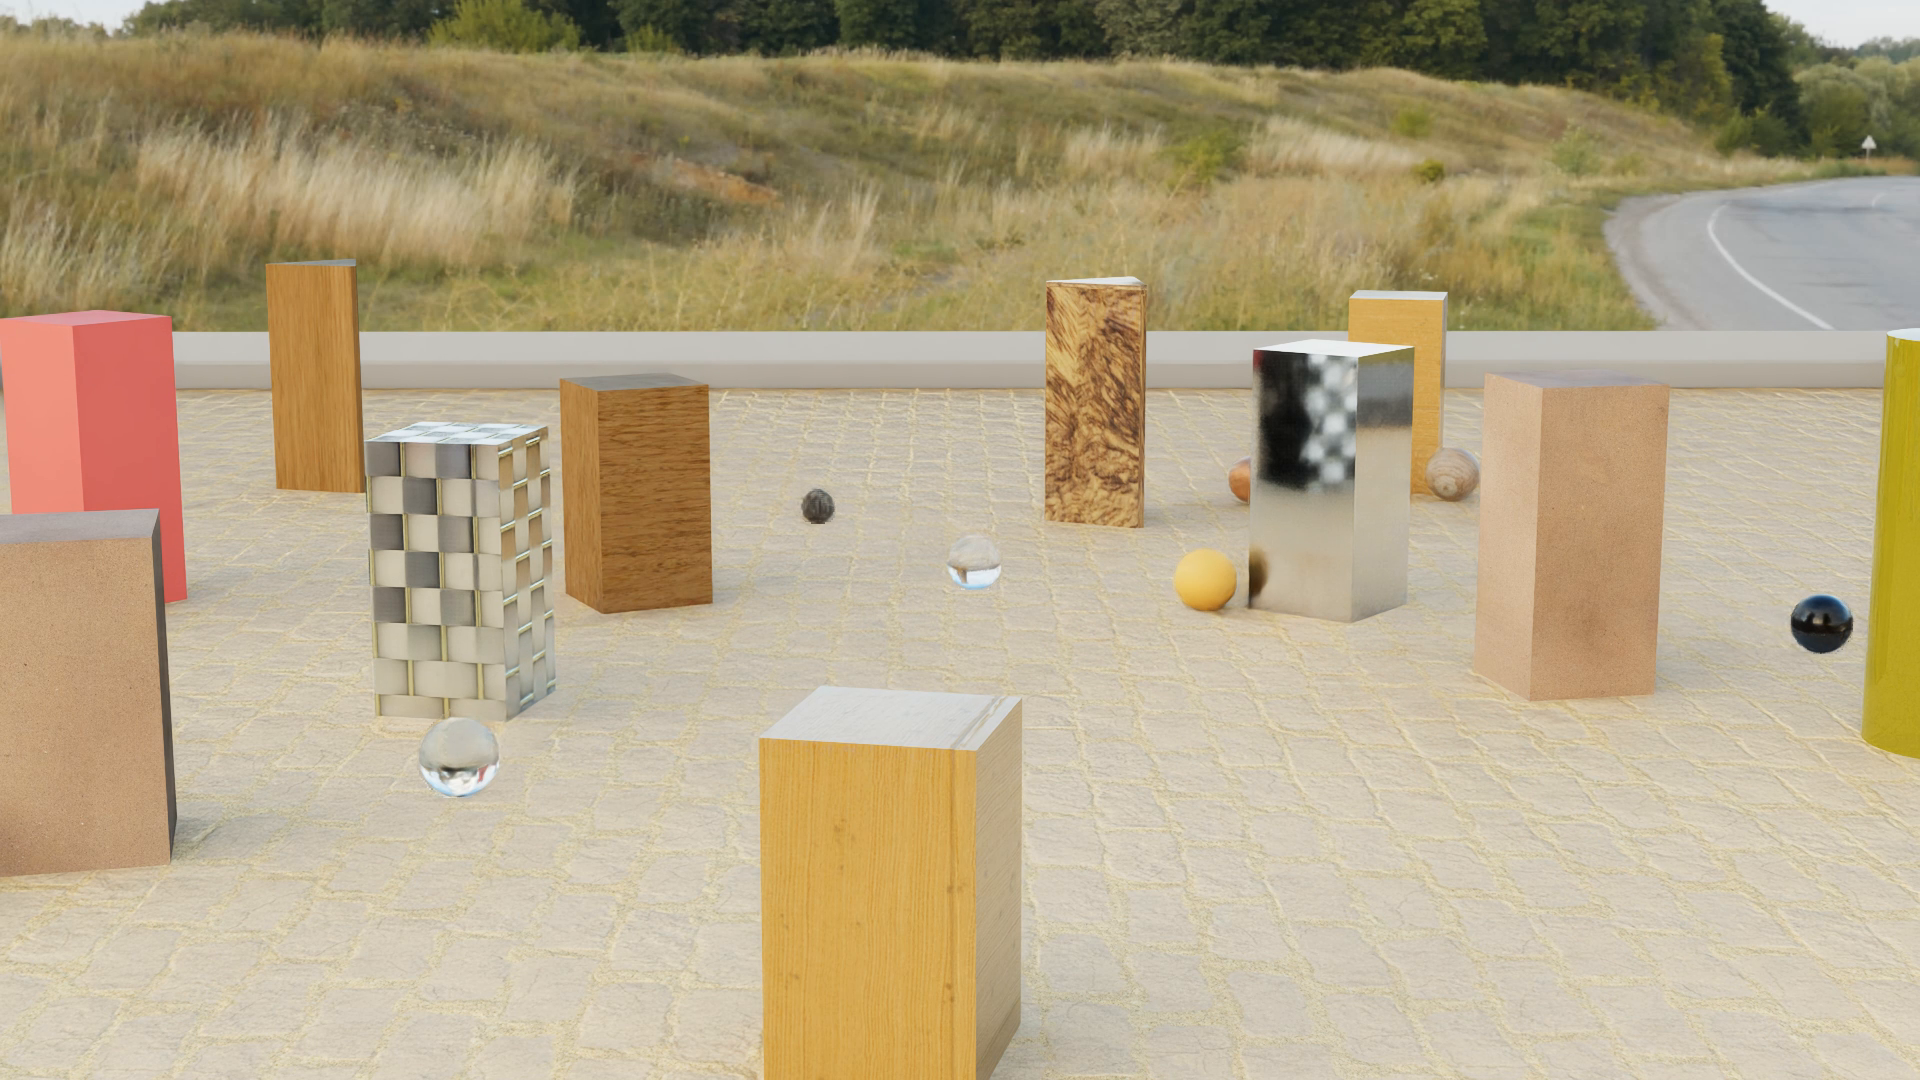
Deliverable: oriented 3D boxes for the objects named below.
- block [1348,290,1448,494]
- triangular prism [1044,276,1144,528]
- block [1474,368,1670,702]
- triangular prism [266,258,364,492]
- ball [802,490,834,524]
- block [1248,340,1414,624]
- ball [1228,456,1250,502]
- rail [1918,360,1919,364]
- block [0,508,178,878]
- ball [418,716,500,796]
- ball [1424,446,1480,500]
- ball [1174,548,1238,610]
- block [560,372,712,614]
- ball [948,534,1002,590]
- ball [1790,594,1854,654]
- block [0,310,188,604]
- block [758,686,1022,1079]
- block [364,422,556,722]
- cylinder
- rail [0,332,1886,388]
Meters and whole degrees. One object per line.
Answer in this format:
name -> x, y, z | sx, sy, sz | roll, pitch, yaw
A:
block -> 0.759, -0.259, 4.463 | 0.157, 0.334, 0.157 | 3, 11, 13
triangular prism -> 0.246, -0.228, 4.151 | 0.170, 0.386, 0.148 | 5, 12, 26
block -> 0.720, -0.010, 3.032 | 0.157, 0.365, 0.157 | -2, 11, -12
triangular prism -> -1.088, -0.290, 4.478 | 0.170, 0.390, 0.148 | 3, 11, 16
ball -> -0.228, -0.054, 4.128 | 0.054, 0.054, 0.054 | 0, 10, 0
block -> 0.501, -0.083, 3.462 | 0.157, 0.353, 0.157 | 8, 13, 37
ball -> 0.492, -0.102, 4.314 | 0.079, 0.079, 0.079 | 0, 10, 0
rail -> 2.205, 0.031, 3.461 | 0.045, 0.128, 4.865 | 0, 10, 0
block -> -0.824, 0.138, 2.394 | 0.157, 0.307, 0.157 | -3, 11, -14
ball -> -0.504, 0.218, 2.584 | 0.081, 0.081, 0.081 | 0, 10, 0
ball -> 0.832, -0.112, 4.336 | 0.092, 0.092, 0.092 | 0, 10, 0
ball -> 0.333, 0.053, 3.463 | 0.085, 0.085, 0.085 | 0, 10, 0
block -> -0.445, -0.068, 3.520 | 0.157, 0.301, 0.157 | -5, 12, -27
ball -> 0.020, 0.031, 3.602 | 0.077, 0.077, 0.077 | 0, 10, 0
ball -> 1.079, 0.104, 3.213 | 0.075, 0.075, 0.075 | 0, 10, 0
block -> -1.177, -0.107, 3.489 | 0.157, 0.391, 0.157 | 7, 13, 34
block -> -0.048, 0.256, 1.893 | 0.157, 0.258, 0.157 | 2, 11, 13
block -> -0.570, 0.033, 2.939 | 0.157, 0.315, 0.157 | 2, 11, 11
cylinder -> 1.086, 0.002, 2.757 | 0.197, 0.442, 0.197 | 0, 10, 0
rail -> -0.014, -0.406, 5.817 | 4.458, 0.128, 0.045 | 0, 10, 0
